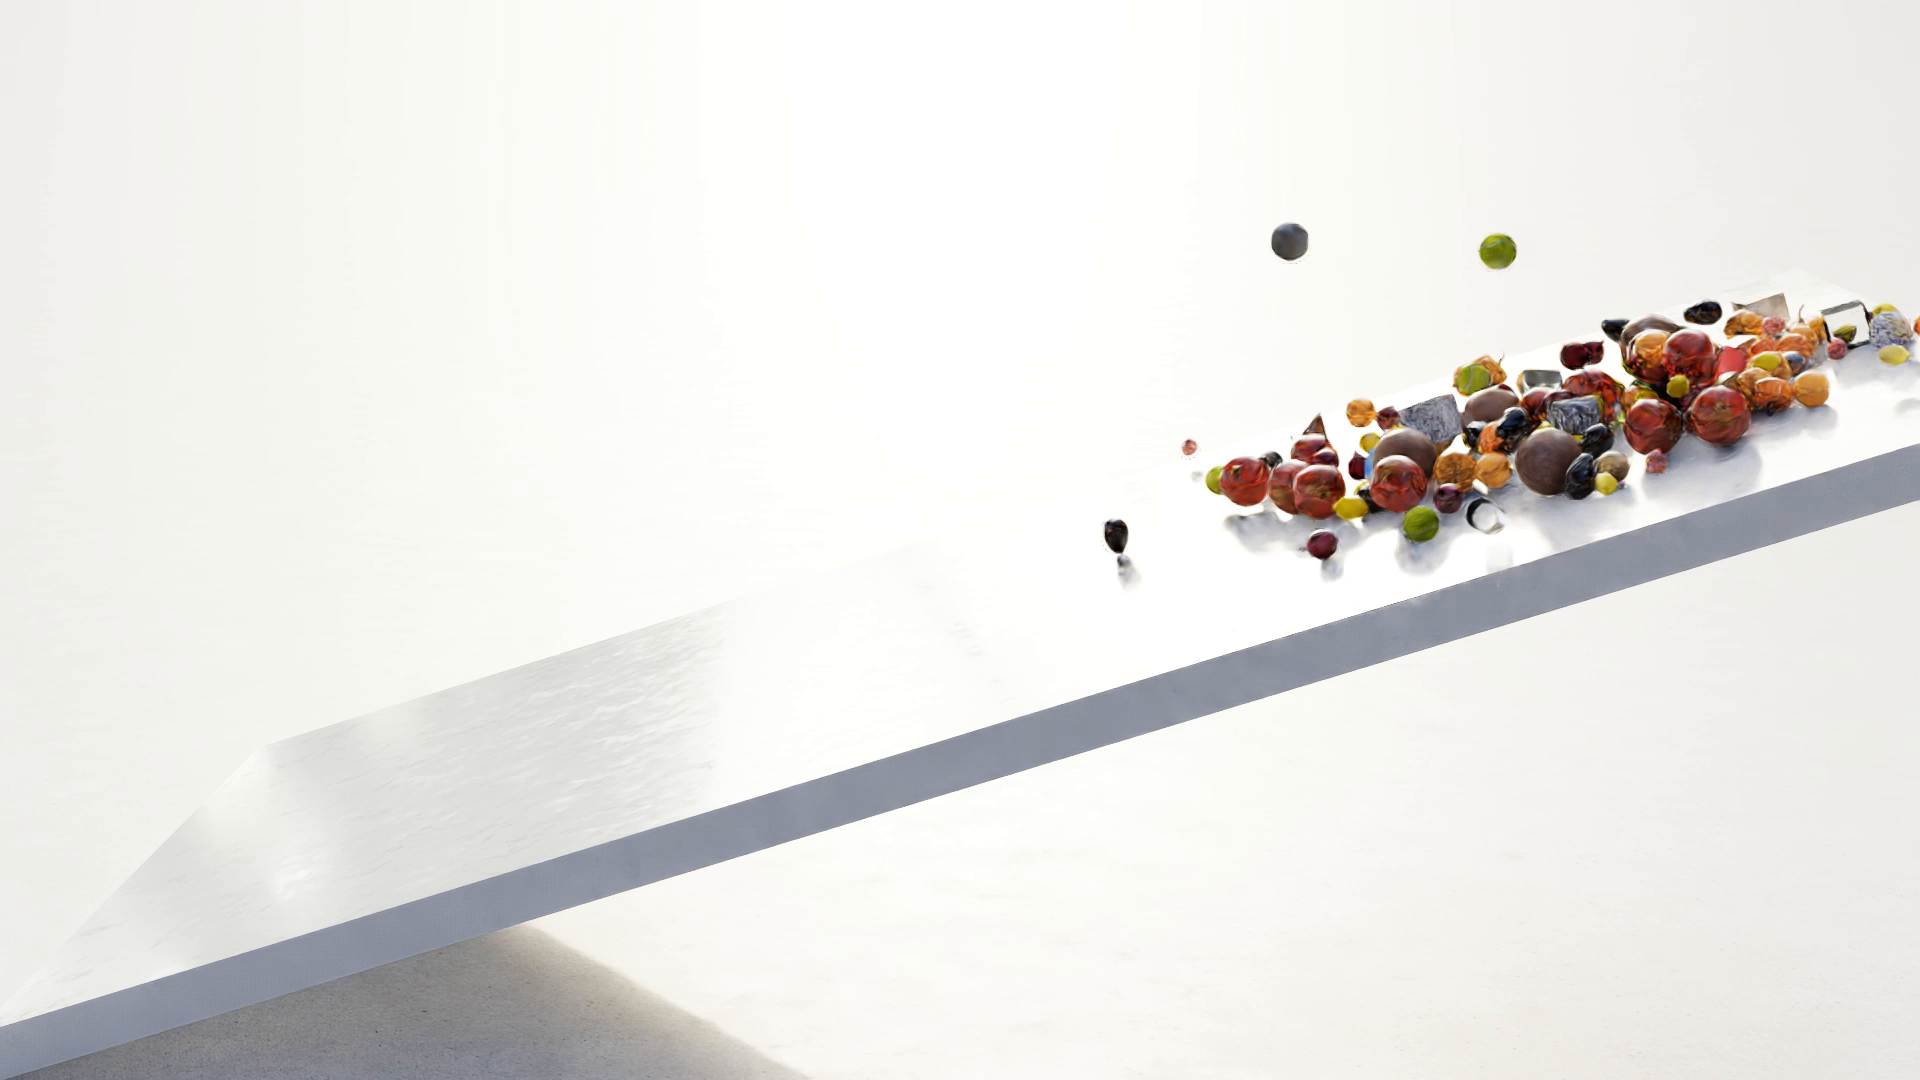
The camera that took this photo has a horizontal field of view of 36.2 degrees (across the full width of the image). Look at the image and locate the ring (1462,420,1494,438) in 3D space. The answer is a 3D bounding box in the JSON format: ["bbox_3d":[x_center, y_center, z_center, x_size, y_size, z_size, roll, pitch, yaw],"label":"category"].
[{"bbox_3d":[1.126,-0.241,6.398,0.078,0.026,0.078,-19,7,2],"label":"ring"}]

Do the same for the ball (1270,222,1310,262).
[{"bbox_3d":[0.727,-0.659,6.485,0.087,0.087,0.087,0,12,0],"label":"ball"}]

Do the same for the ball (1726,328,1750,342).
[{"bbox_3d":[1.687,-0.434,6.377,0.051,0.051,0.051,0,12,0],"label":"ball"}]

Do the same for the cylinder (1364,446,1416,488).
[{"bbox_3d":[0.895,-0.151,6.119,0.077,0.077,0.077,13,17,38],"label":"cylinder"}]

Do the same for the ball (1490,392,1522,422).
[{"bbox_3d":[1.183,-0.289,6.373,0.068,0.068,0.068,0,12,0],"label":"ball"}]

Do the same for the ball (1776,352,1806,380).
[{"bbox_3d":[1.683,-0.354,5.953,0.056,0.056,0.056,0,12,0],"label":"ball"}]

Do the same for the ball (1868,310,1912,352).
[{"bbox_3d":[1.864,-0.418,5.898,0.084,0.084,0.084,0,12,0],"label":"ball"}]

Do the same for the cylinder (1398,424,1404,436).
[{"bbox_3d":[1.018,-0.256,6.570,0.059,0.059,0.059,6,34,27],"label":"cylinder"}]

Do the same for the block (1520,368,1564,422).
[{"bbox_3d":[1.242,-0.308,6.268,0.080,0.080,0.080,-1,42,4],"label":"block"}]

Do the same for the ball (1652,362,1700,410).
[{"bbox_3d":[1.467,-0.317,6.028,0.099,0.099,0.099,0,12,0],"label":"ball"}]

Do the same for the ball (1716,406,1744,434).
[{"bbox_3d":[1.484,-0.231,5.668,0.052,0.052,0.052,0,12,0],"label":"ball"}]

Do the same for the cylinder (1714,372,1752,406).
[{"bbox_3d":[1.541,-0.301,5.860,0.063,0.063,0.063,1,9,4],"label":"cylinder"}]

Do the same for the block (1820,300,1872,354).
[{"bbox_3d":[1.834,-0.442,6.079,0.082,0.082,0.082,-16,11,12],"label":"block"}]

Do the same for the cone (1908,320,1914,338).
[{"bbox_3d":[1.916,-0.419,5.958,0.064,0.064,0.064,14,1,-39],"label":"cone"}]

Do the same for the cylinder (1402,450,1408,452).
[{"bbox_3d":[0.925,-0.156,6.226,0.055,0.055,0.055,-26,25,-36],"label":"cylinder"}]

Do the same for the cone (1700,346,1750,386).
[{"bbox_3d":[1.535,-0.333,5.986,0.098,0.098,0.098,-26,24,-31],"label":"cone"}]

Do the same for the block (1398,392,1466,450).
[{"bbox_3d":[0.991,-0.249,6.171,0.090,0.090,0.090,-20,-3,37],"label":"block"}]

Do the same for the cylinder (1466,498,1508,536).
[{"bbox_3d":[0.976,-0.042,5.454,0.060,0.060,0.060,7,-11,32],"label":"cylinder"}]

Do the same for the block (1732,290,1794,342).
[{"bbox_3d":[1.758,-0.491,6.447,0.088,0.088,0.088,-19,10,-4],"label":"block"}]

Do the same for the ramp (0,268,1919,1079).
[{"bbox_3d":[0.101,0.183,6.310,4.000,0.100,2.000,-17,10,5],"label":"ramp"}]

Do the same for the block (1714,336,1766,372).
[{"bbox_3d":[1.633,-0.385,6.161,0.064,0.064,0.064,-27,13,-18],"label":"block"}]

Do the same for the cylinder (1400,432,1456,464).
[{"bbox_3d":[1.006,-0.222,6.310,0.098,0.098,0.098,5,20,23],"label":"cylinder"}]

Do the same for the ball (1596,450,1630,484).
[{"bbox_3d":[1.238,-0.138,5.576,0.063,0.063,0.063,0,12,0],"label":"ball"}]

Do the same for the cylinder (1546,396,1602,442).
[{"bbox_3d":[1.241,-0.244,5.949,0.084,0.084,0.084,-9,13,-10],"label":"cylinder"}]

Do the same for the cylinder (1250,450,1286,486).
[{"bbox_3d":[0.693,-0.163,6.627,0.065,0.065,0.065,4,19,19],"label":"cylinder"}]

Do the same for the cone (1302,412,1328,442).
[{"bbox_3d":[0.800,-0.261,6.584,0.064,0.064,0.064,7,28,-4],"label":"cone"}]
